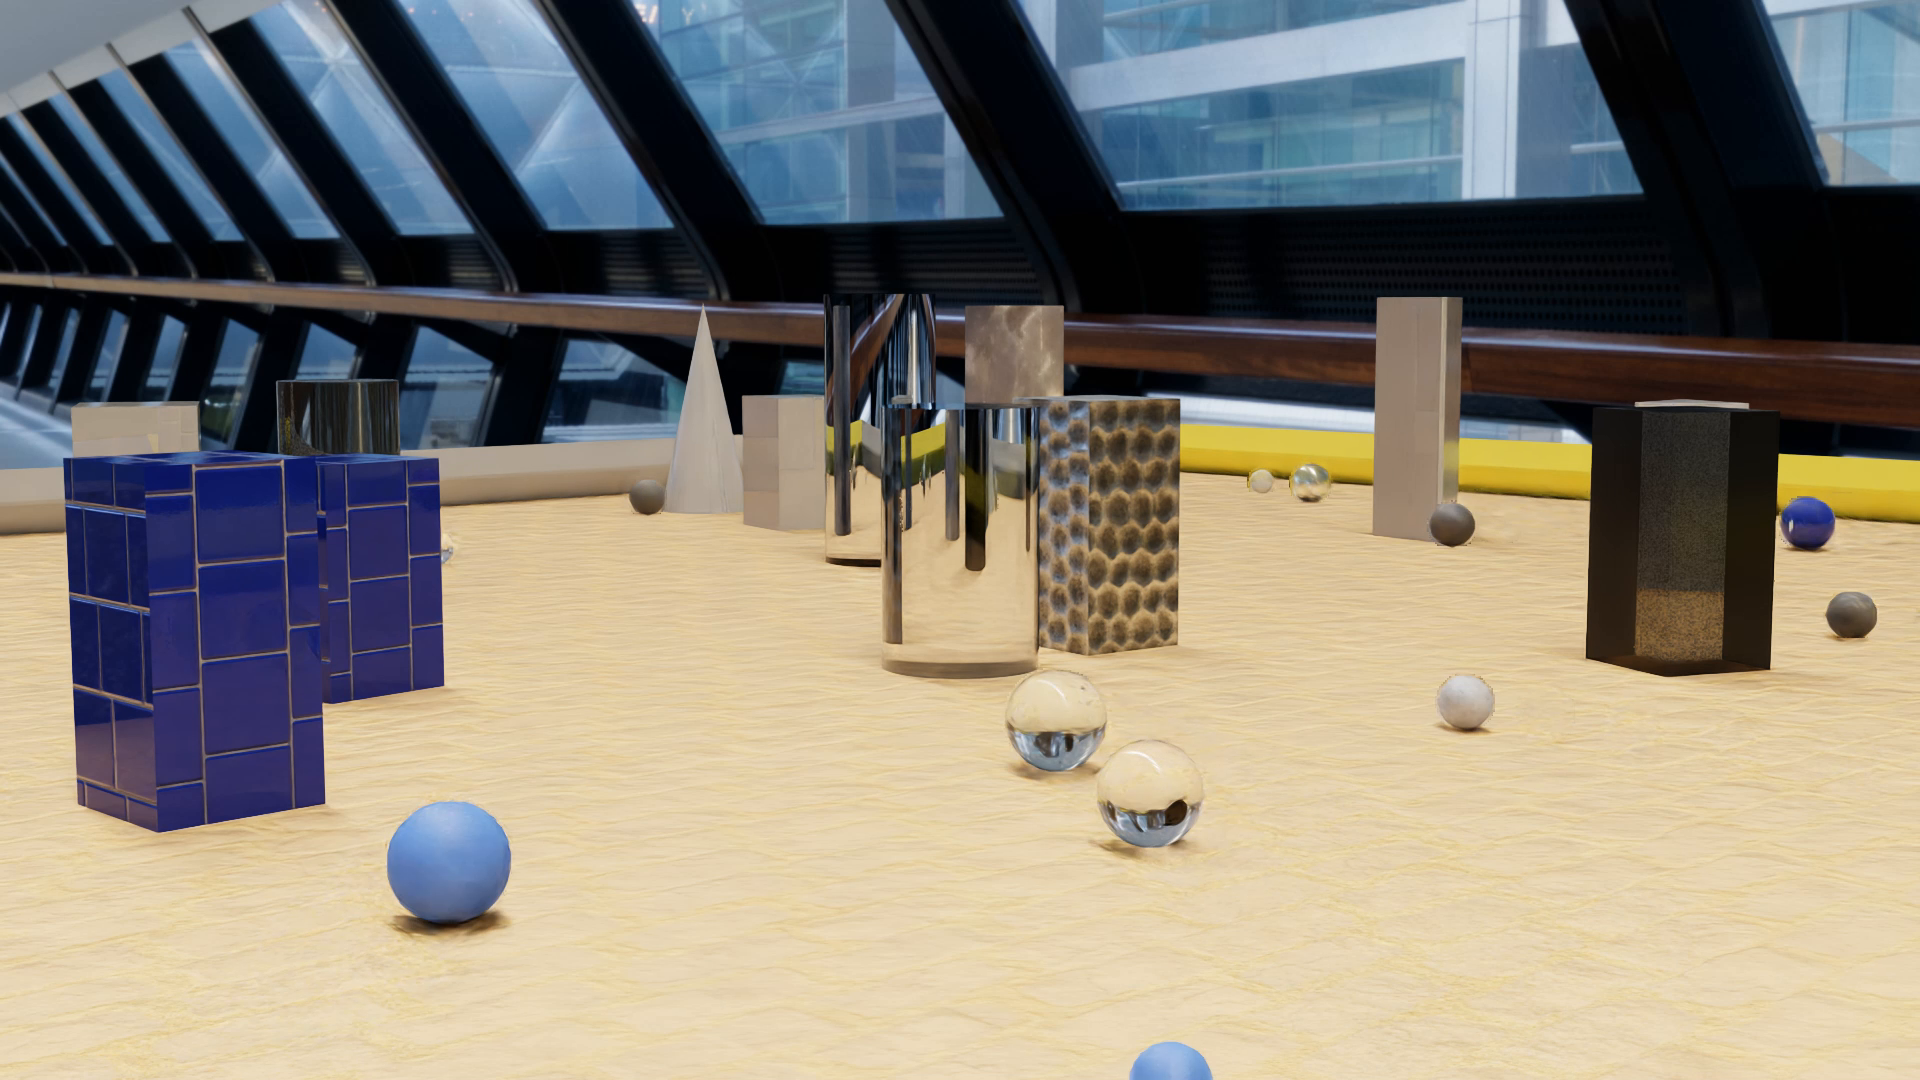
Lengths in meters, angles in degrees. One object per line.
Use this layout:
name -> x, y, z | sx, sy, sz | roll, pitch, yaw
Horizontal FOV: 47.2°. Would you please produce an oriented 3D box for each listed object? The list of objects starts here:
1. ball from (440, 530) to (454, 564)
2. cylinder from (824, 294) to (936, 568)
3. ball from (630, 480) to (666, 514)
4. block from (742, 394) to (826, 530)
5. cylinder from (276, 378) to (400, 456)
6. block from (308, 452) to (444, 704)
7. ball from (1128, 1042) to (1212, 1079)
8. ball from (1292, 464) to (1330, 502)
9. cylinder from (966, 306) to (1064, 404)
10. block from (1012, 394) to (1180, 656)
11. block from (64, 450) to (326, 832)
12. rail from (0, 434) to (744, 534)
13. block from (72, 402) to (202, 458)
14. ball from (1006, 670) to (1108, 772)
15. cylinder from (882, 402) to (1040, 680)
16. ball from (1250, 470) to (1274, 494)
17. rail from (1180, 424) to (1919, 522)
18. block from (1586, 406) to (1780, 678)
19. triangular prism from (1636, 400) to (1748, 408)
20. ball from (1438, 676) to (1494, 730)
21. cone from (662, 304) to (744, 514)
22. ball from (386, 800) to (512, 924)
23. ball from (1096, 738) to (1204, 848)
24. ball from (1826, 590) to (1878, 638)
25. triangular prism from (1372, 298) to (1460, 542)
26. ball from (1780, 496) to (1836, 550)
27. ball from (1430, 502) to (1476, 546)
ball -> -0.919, 0.013, 3.859 | 0.061, 0.061, 0.061 | 0, 6, 0
cylinder -> -0.141, -0.198, 3.900 | 0.198, 0.474, 0.198 | 0, 6, 0
ball -> -0.683, -0.094, 4.805 | 0.077, 0.077, 0.077 | 0, 6, 0
block -> -0.342, -0.163, 4.549 | 0.158, 0.269, 0.158 | -4, 7, -33
cylinder -> -1.040, -0.104, 3.693 | 0.198, 0.328, 0.198 | 0, 6, 0
block -> -0.725, 0.040, 2.591 | 0.158, 0.271, 0.158 | 5, 8, 39
ball -> 0.115, 0.298, 1.203 | 0.046, 0.046, 0.046 | 0, 6, 0
ball -> 0.816, -0.133, 5.114 | 0.091, 0.091, 0.091 | 0, 6, 0
cylinder -> 0.109, -0.241, 4.405 | 0.198, 0.454, 0.198 | 0, 6, 0
block -> 0.181, -0.025, 2.937 | 0.158, 0.329, 0.158 | -5, 7, -37
block -> -0.687, 0.083, 1.975 | 0.158, 0.314, 0.158 | 6, 8, 44
rail -> -1.379, -0.122, 4.818 | 4.714, 0.128, 0.045 | -5, 8, -42
block -> -1.128, -0.029, 3.033 | 0.158, 0.317, 0.158 | -2, 6, -18
ball -> 0.093, 0.175, 2.131 | 0.099, 0.099, 0.099 | 0, 6, 0
cylinder -> 0.000, -0.004, 2.746 | 0.198, 0.327, 0.198 | 0, 6, 0
ball -> 0.735, -0.142, 5.357 | 0.060, 0.060, 0.060 | 0, 6, 0
rail -> 1.715, -0.131, 4.906 | 0.045, 0.128, 4.113 | -5, 8, -42
block -> 0.906, -0.003, 2.763 | 0.158, 0.322, 0.158 | -2, 6, -20
triangular prism -> 1.191, -0.080, 3.616 | 0.171, 0.297, 0.148 | 1, 6, 13
ball -> 0.539, 0.173, 2.346 | 0.057, 0.057, 0.057 | 0, 6, 0
cone -> -0.570, -0.297, 4.904 | 0.198, 0.461, 0.198 | 0, 6, 0
ball -> -0.372, 0.235, 1.602 | 0.089, 0.089, 0.089 | 0, 6, 0
ball -> 0.158, 0.211, 1.828 | 0.090, 0.090, 0.090 | 0, 6, 0
ball -> 1.214, 0.102, 2.993 | 0.065, 0.065, 0.065 | 0, 6, 0
triangular prism -> 0.931, -0.241, 4.325 | 0.148, 0.470, 0.171 | -5, 7, -37
ball -> 1.583, -0.031, 4.107 | 0.098, 0.098, 0.098 | 0, 6, 0
ball -> 0.930, -0.029, 4.153 | 0.084, 0.084, 0.084 | 0, 6, 0
